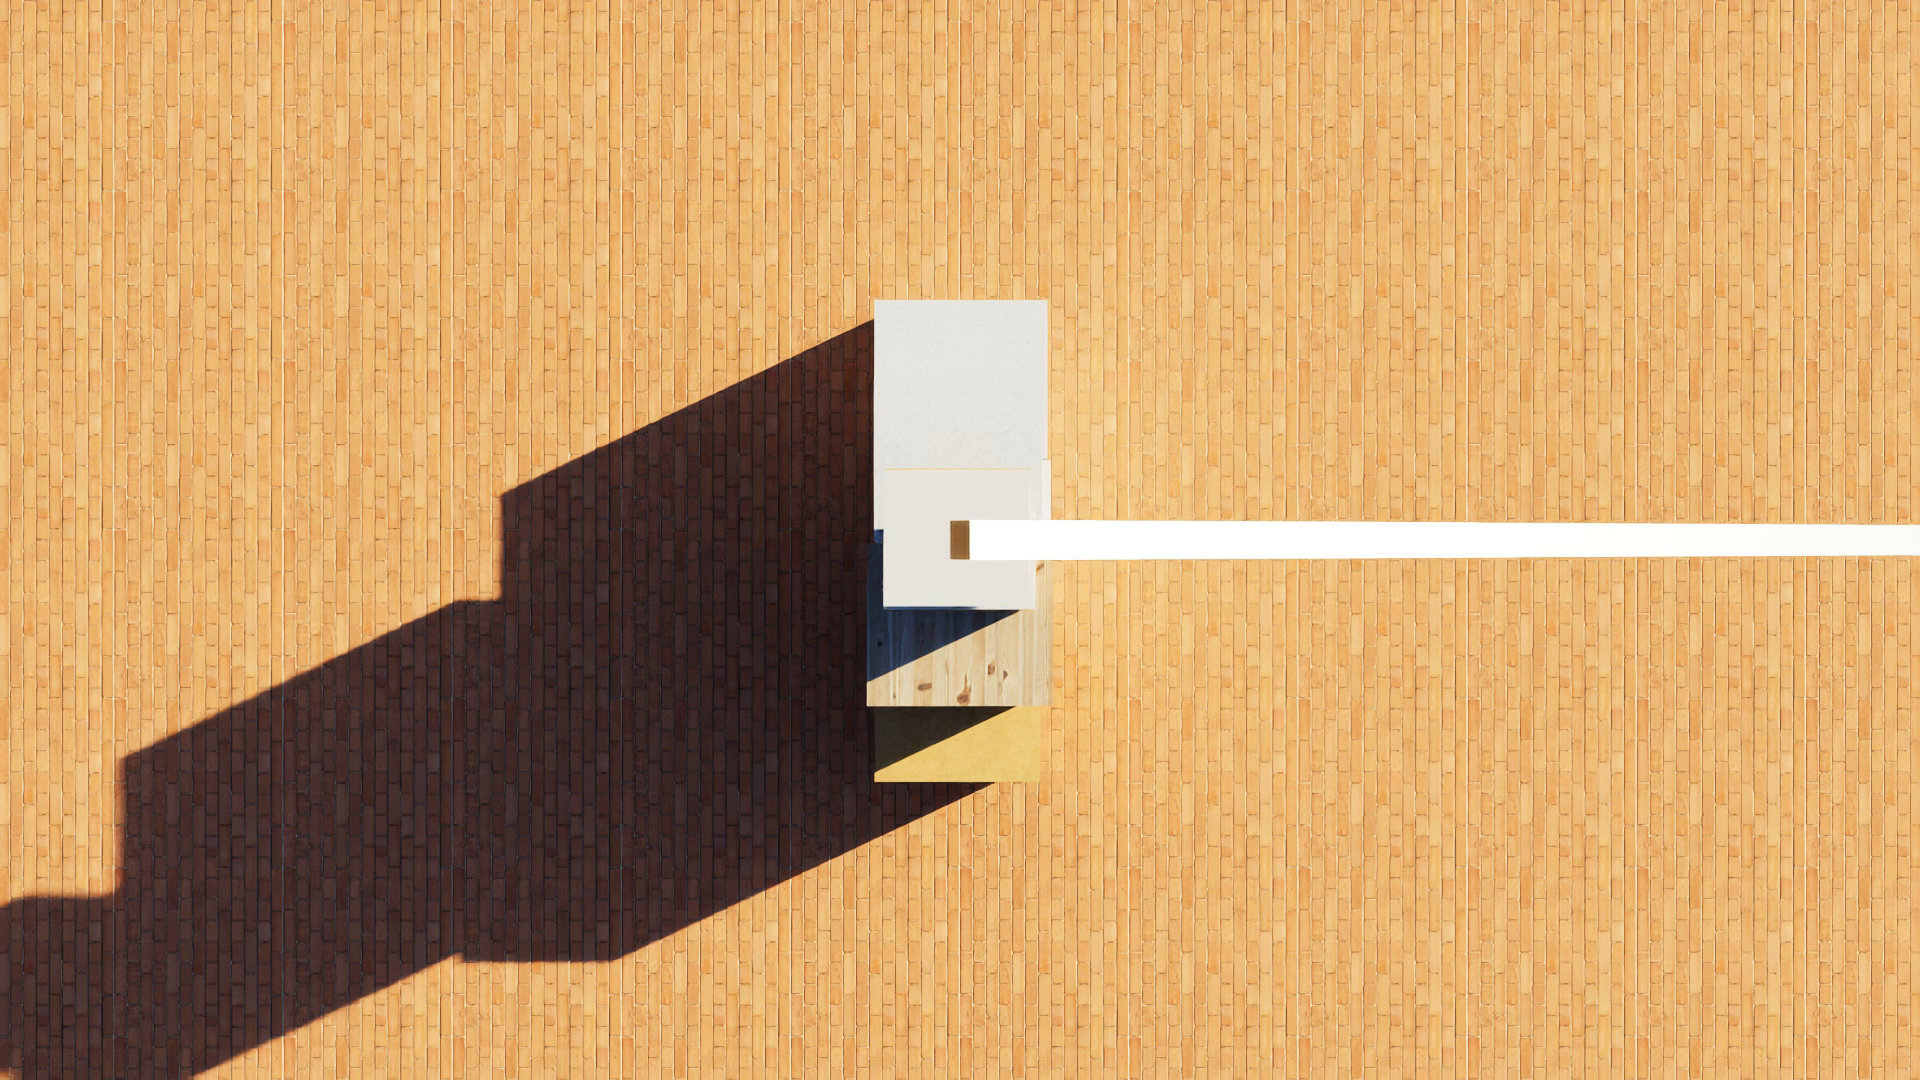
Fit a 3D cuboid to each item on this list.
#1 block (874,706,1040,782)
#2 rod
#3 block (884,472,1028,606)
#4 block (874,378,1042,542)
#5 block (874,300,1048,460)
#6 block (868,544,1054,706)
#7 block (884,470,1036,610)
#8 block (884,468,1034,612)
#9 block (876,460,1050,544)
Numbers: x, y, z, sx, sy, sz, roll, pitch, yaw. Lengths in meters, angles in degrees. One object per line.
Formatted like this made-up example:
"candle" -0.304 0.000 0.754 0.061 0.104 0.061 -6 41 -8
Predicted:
"block" -0.014 0.914 12.539 0.908 0.921 0.826 0 90 0
"rod" 2.234 0.000 5.811 5.200 0.080 0.080 0 90 -31
"block" -0.017 -0.002 9.040 0.578 0.477 0.536 0 90 0
"block" -0.009 -0.415 11.701 0.868 0.746 0.847 0 90 0
"block" 0.005 -0.888 12.585 0.957 0.830 0.877 0 90 0
"block" 0.001 0.428 11.590 0.939 0.968 0.821 0 90 0
"block" -0.003 -0.001 10.104 0.675 0.642 0.621 0 90 0
"block" -0.007 0.000 10.765 0.708 0.681 0.677 0 90 0
"block" 0.018 0.025 12.537 0.959 0.926 0.930 0 90 0
